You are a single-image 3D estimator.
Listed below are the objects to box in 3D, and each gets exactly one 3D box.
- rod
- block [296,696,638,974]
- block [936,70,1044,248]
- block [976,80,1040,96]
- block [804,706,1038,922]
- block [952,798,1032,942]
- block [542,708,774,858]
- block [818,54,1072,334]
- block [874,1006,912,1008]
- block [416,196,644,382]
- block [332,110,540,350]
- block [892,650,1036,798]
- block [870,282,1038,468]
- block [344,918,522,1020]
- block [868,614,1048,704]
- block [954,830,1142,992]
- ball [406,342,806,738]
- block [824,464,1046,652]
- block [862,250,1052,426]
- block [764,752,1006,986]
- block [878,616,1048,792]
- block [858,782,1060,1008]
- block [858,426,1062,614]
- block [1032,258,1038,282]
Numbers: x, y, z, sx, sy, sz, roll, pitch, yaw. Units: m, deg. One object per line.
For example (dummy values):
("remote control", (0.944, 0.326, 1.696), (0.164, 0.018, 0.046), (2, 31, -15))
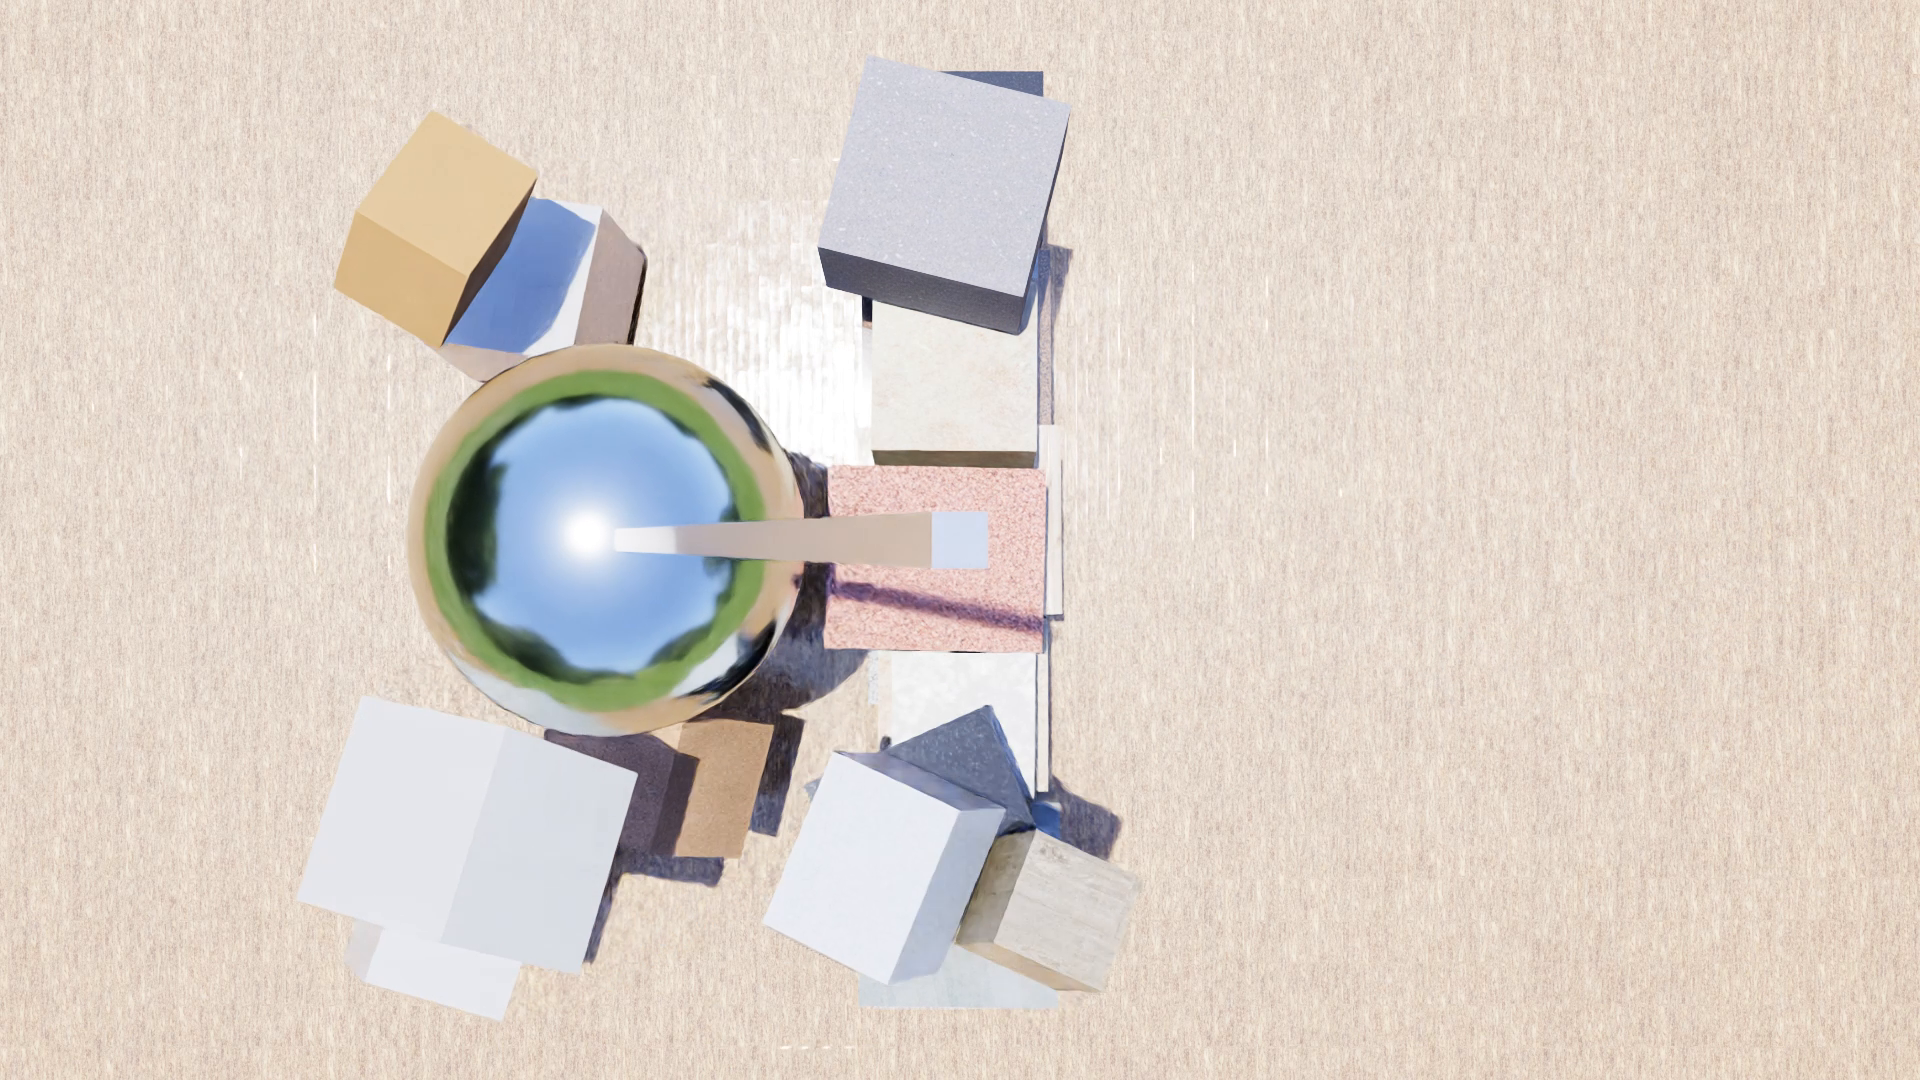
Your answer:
("rod", (-0.617, 0.000, 5.617), (0.080, 5.200, 0.080), (0, 90, -14))
("block", (-2.085, 1.258, 9.368), (0.863, 0.859, 0.889), (7, 76, 33))
("block", (-0.012, -2.101, 12.489), (0.936, 1.022, 0.908), (0, 90, 0))
("block", (0.018, -1.920, 11.618), (0.775, 0.720, 0.861), (0, 90, 0))
("block", (-0.141, 1.316, 10.037), (0.866, 0.735, 0.827), (-23, 86, -4))
("block", (-0.002, 1.573, 10.738), (0.685, 0.623, 0.675), (0, 89, 0))
("block", (-1.613, 1.189, 11.488), (0.828, 0.816, 0.723), (13, 88, 29))
("block", (-0.068, -1.550, 9.993), (0.924, 0.782, 0.889), (14, 84, 1))
("block", (0.015, 2.116, 12.505), (0.972, 0.989, 0.877), (0, 90, 0))
("block", (-2.404, -1.378, 12.428), (0.875, 0.907, 0.878), (9, 81, 8))
("block", (-2.557, -1.508, 10.722), (0.591, 0.689, 0.731), (31, 56, -8))
("block", (0.015, 0.885, 10.922), (0.687, 0.783, 0.697), (0, 90, 0))
("block", (-0.026, -0.775, 10.765), (0.779, 0.779, 0.812), (1, 83, 0))
("block", (-2.618, 1.932, 11.213), (0.708, 0.769, 0.743), (22, 80, -20))
("block", (-0.009, 0.434, 12.554), (0.989, 0.891, 0.938), (0, 90, 0))
("block", (0.373, 1.585, 9.362), (0.517, 0.507, 0.502), (26, 72, -12))
("ball", (-1.424, 0.000, 8.920), (1.600, 1.600, 1.600), (0, 90, 0))
("block", (-0.112, 0.096, 10.597), (0.997, 1.040, 0.842), (1, 89, 0))
("block", (-0.019, -1.025, 11.698), (0.962, 0.988, 0.897), (0, 90, 0))
("block", (-0.305, 1.361, 9.229), (0.594, 0.657, 0.763), (23, 91, 19))
("block", (0.016, 0.849, 11.711), (0.872, 0.795, 0.890), (0, 90, 0))
("block", (-0.003, 1.834, 11.530), (0.996, 0.960, 1.034), (1, 90, 0))
("block", (-0.003, -0.089, 11.616), (1.028, 0.988, 0.956), (0, 89, 0))
("block", (-0.016, -1.600, 10.805), (0.778, 0.820, 0.813), (1, 84, 0))
